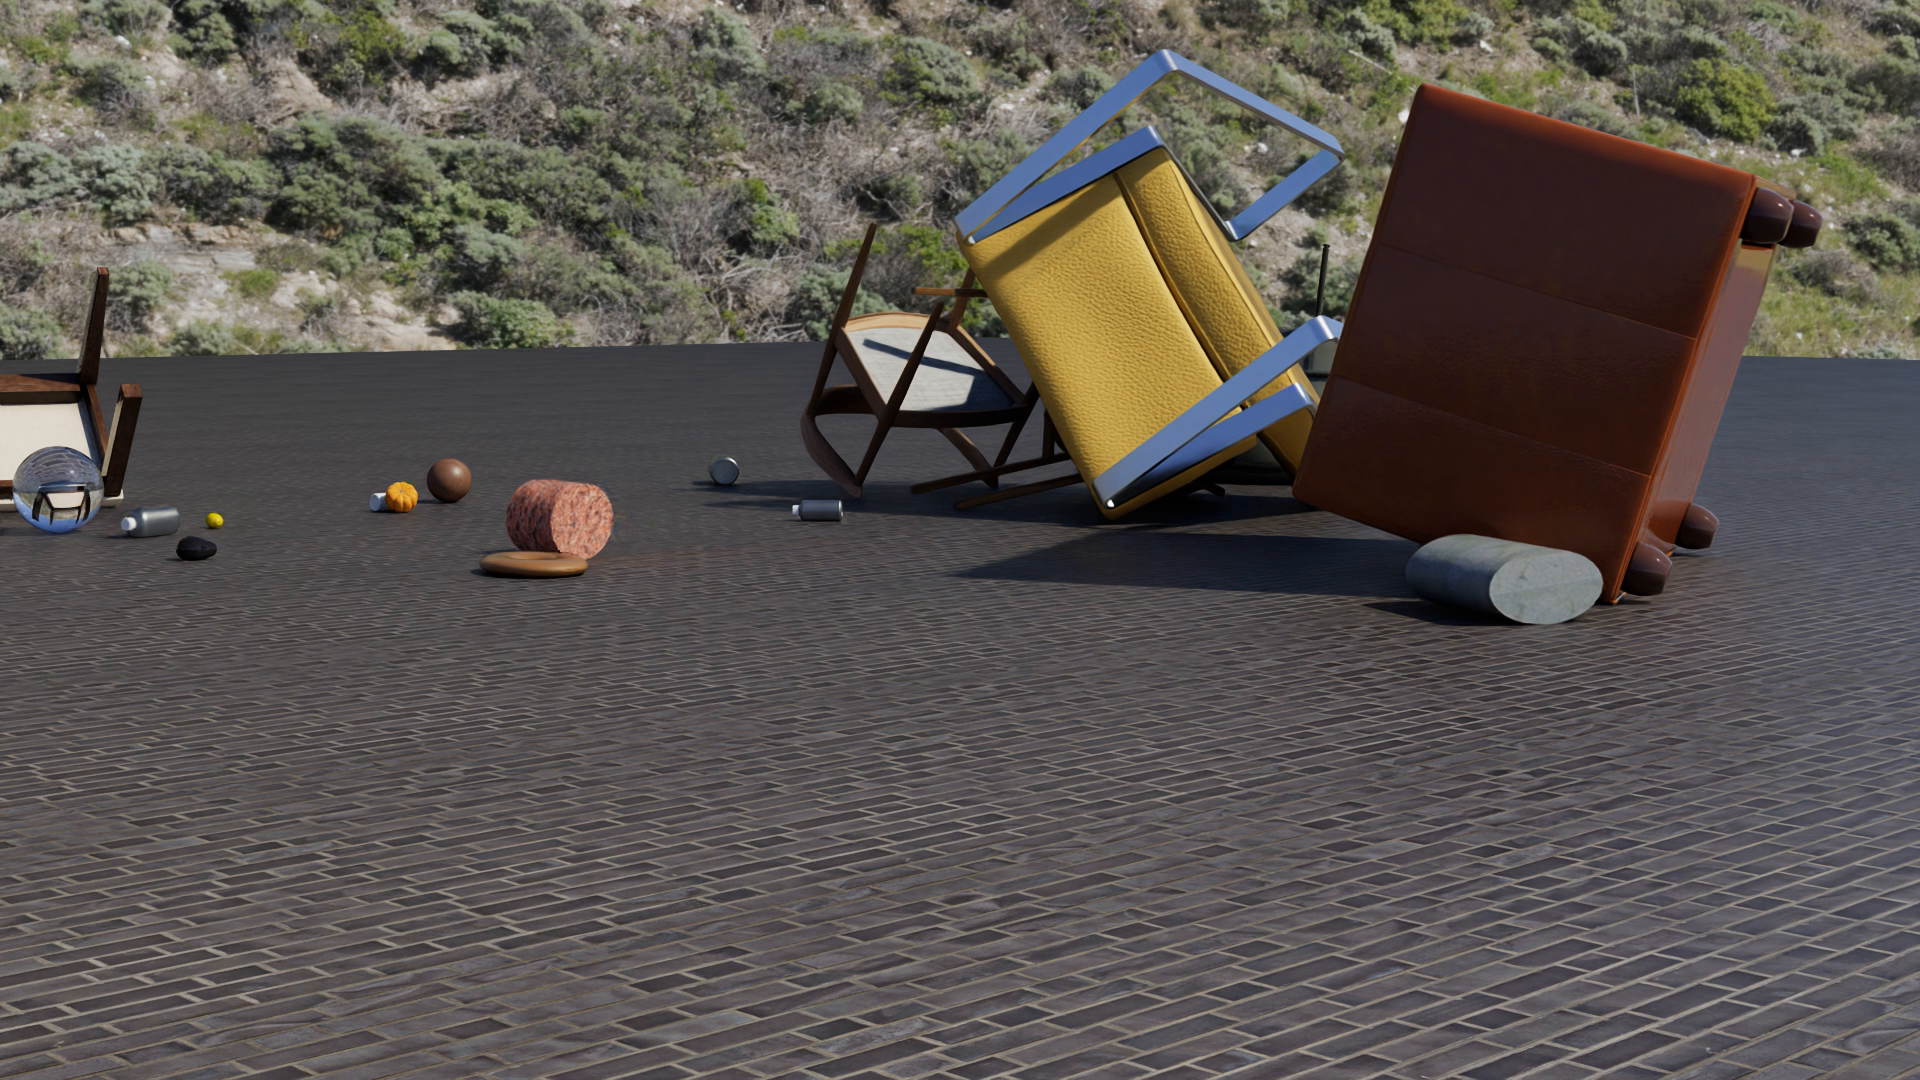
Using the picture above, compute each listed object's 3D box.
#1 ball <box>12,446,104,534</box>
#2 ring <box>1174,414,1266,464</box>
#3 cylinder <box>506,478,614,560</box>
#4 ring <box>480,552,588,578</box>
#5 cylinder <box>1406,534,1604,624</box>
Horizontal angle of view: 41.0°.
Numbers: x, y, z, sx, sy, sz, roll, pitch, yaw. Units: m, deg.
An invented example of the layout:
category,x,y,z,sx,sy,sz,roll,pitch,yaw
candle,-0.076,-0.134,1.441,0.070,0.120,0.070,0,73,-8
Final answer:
category,x,y,z,sx,sy,sz,roll,pitch,yaw
ball,-2.312,-0.130,6.576,0.224,0.224,0.224,0,6,0
ring,0.929,-0.359,9.147,0.311,0.156,0.387,2,7,36
cylinder,-0.940,-0.049,6.022,0.185,0.181,0.172,6,-24,47
ring,-0.947,0.054,5.701,0.217,0.039,0.281,-5,8,-44
cylinder,1.056,0.074,4.996,0.251,0.143,0.307,-3,6,-20
